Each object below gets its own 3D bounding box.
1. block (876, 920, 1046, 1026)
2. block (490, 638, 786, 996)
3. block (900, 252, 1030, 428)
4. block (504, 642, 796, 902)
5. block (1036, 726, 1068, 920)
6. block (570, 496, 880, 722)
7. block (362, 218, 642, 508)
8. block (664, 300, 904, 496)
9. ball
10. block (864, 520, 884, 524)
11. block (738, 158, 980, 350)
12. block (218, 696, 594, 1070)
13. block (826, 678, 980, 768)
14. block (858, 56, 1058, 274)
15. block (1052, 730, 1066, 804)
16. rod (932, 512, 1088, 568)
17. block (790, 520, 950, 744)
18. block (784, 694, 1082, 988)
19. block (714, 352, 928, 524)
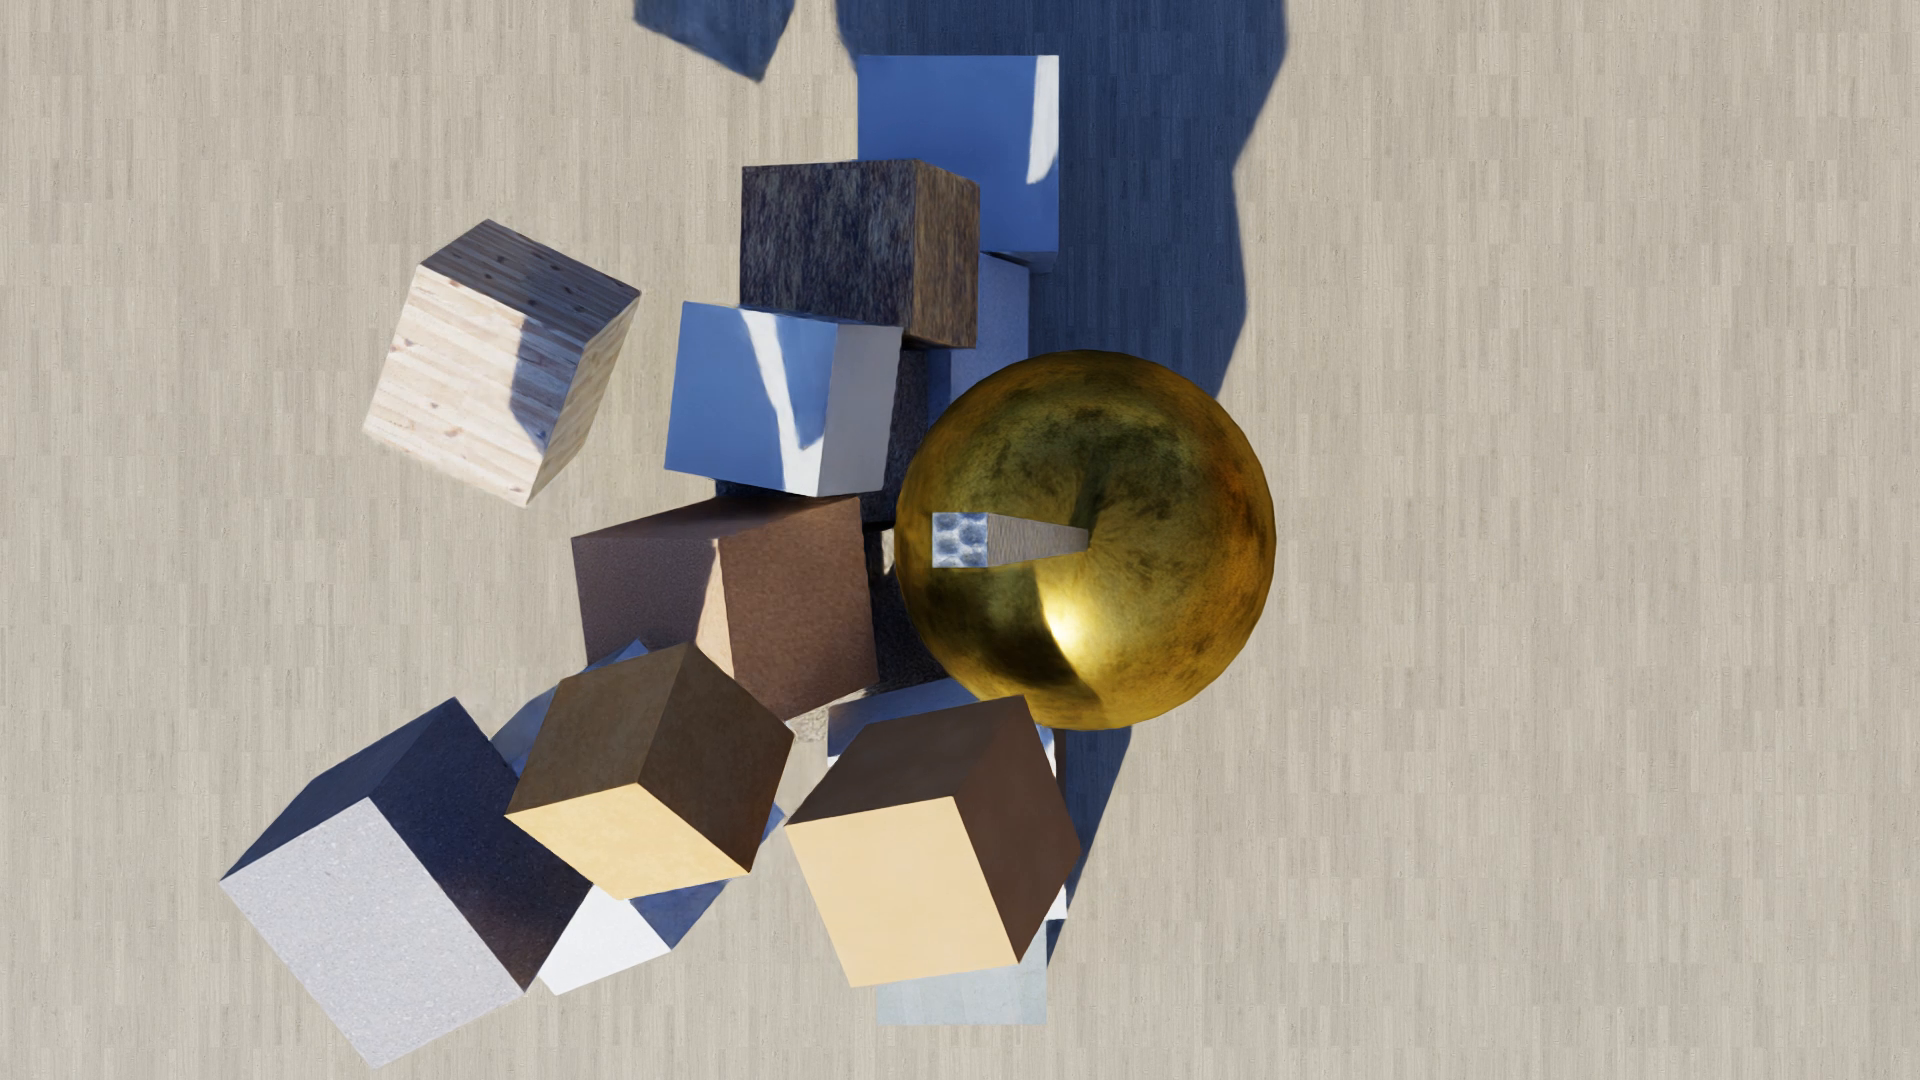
[{"bbox_3d":[0.008,2.187,12.509,0.928,0.983,0.928,0,90,0],"label":"block"},{"bbox_3d":[-1.652,1.267,9.986,1.064,0.981,0.926,51,45,-10],"label":"block"},{"bbox_3d":[-0.272,-1.030,12.296,0.968,1.117,1.071,0,90,23],"label":"block"},{"bbox_3d":[-1.210,0.921,8.656,0.741,0.655,0.647,-17,132,36],"label":"block"},{"bbox_3d":[-0.042,1.461,11.459,1.079,1.143,0.960,-4,87,0],"label":"block"},{"bbox_3d":[-1.106,0.341,10.517,0.891,1.068,0.923,1,102,34],"label":"block"},{"bbox_3d":[-2.263,-0.893,10.948,0.873,0.896,0.936,25,114,-1],"label":"block"},{"bbox_3d":[-0.840,-0.685,10.554,0.816,0.718,0.802,11,98,22],"label":"block"},{"bbox_3d":[0.519,0.000,9.199,1.600,1.600,1.600,0,90,0],"label":"ball"},{"bbox_3d":[0.012,0.032,12.507,1.194,0.987,1.031,0,90,0],"label":"block"},{"bbox_3d":[-0.509,-1.449,11.345,0.969,0.821,0.863,2,90,23],"label":"block"},{"bbox_3d":[-2.243,1.402,9.043,0.832,0.838,1.002,-29,105,22],"label":"block"},{"bbox_3d":[-0.159,1.188,10.388,0.758,0.837,0.801,-14,102,0],"label":"block"},{"bbox_3d":[-0.010,-2.113,12.510,1.100,0.980,1.070,0,90,0],"label":"block"},{"bbox_3d":[0.004,1.132,12.527,1.157,0.945,1.156,0,90,0],"label":"block"},{"bbox_3d":[0.225,0.000,5.812,0.080,5.200,0.080,0,90,5],"label":"rod"},{"bbox_3d":[-0.317,0.418,11.372,0.950,0.973,0.999,-9,94,24],"label":"block"},{"bbox_3d":[-0.084,1.154,8.500,0.717,0.832,0.711,-13,107,25],"label":"block"},{"bbox_3d":[-0.706,-0.541,11.384,0.791,0.891,0.857,1,94,23],"label":"block"}]
